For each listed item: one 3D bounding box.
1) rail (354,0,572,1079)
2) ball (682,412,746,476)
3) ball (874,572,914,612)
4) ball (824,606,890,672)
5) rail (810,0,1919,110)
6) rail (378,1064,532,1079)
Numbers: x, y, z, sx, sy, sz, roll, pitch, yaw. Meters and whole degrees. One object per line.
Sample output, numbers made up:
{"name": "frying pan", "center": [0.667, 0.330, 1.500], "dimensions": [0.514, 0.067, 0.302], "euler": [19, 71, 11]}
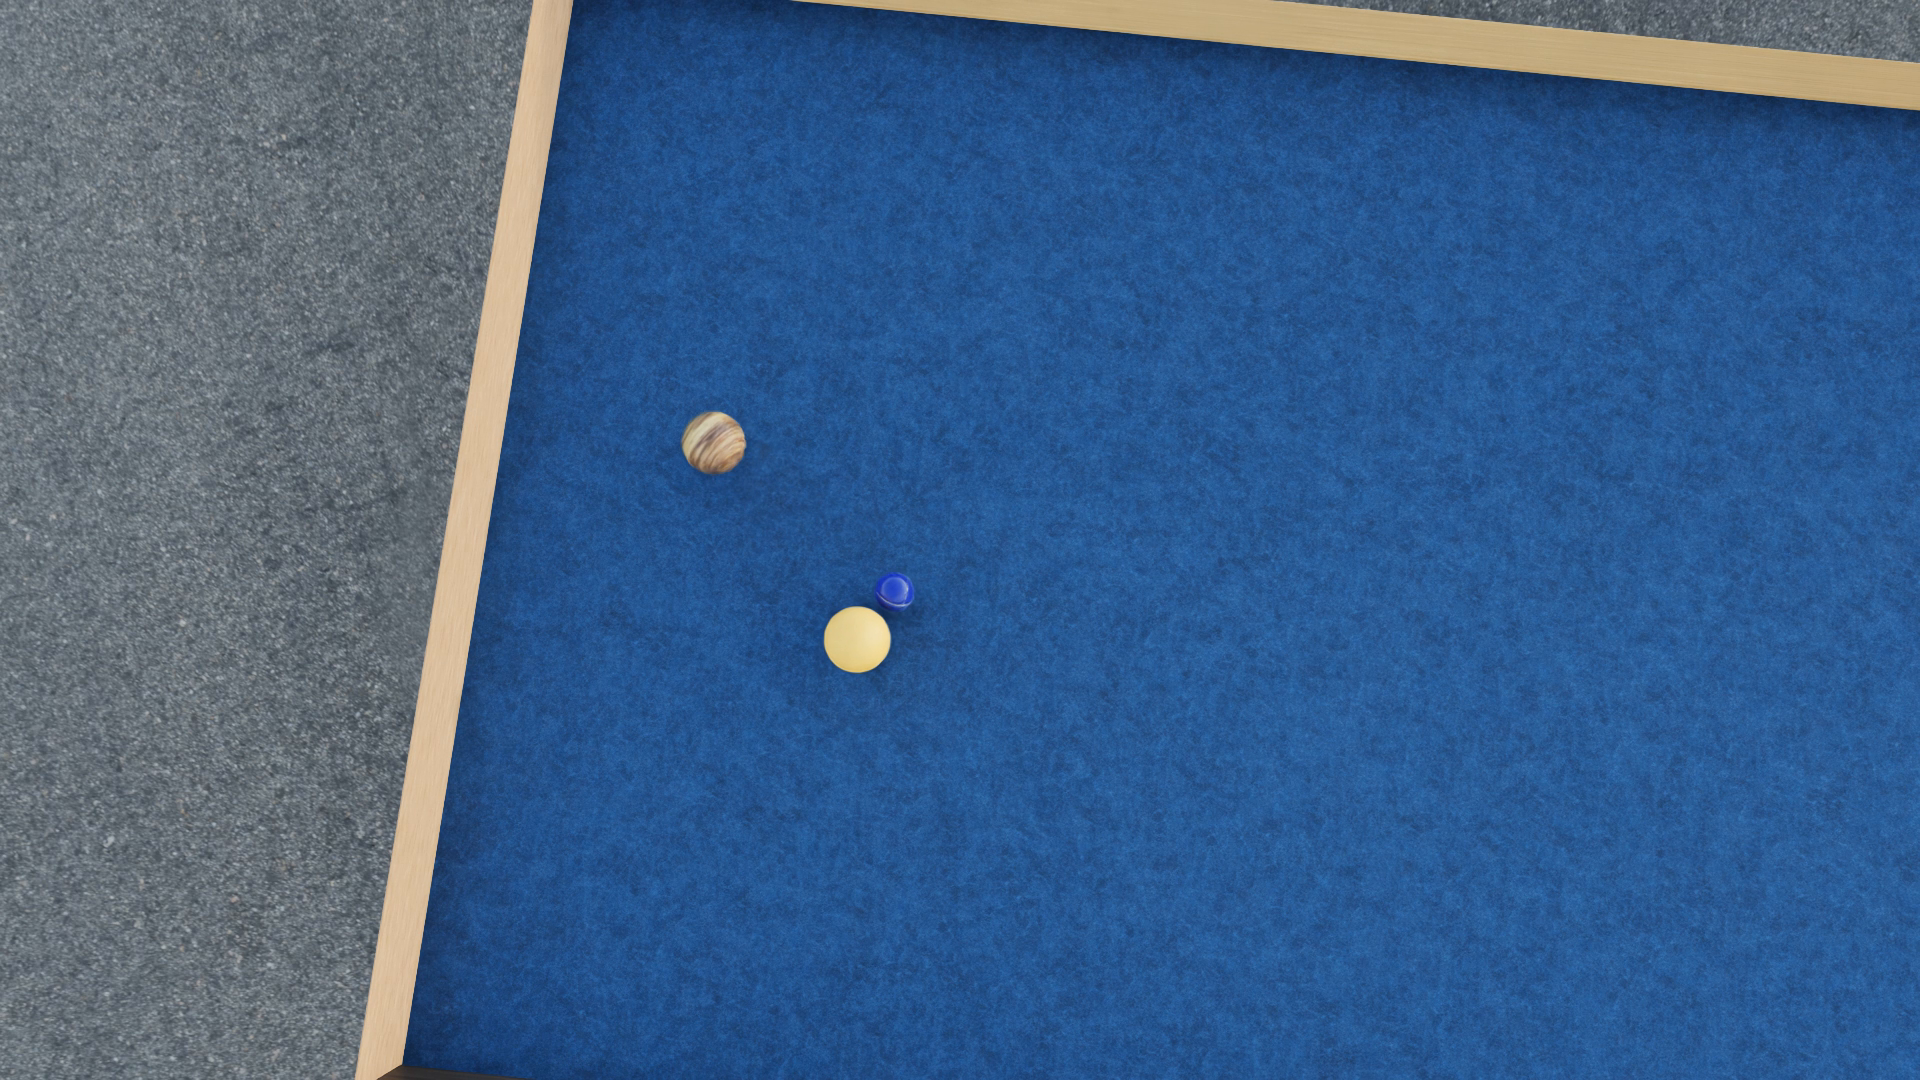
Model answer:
{"name": "rail", "center": [-0.724, -0.079, 3.313], "dimensions": [0.045, 0.129, 1.788], "euler": [6, 77, 1]}
{"name": "ball", "center": [-0.374, -0.147, 3.347], "dimensions": [0.096, 0.096, 0.096], "euler": [0, 77, 0]}
{"name": "ball", "center": [-0.098, 0.079, 3.312], "dimensions": [0.060, 0.060, 0.060], "euler": [0, 77, 0]}
{"name": "ball", "center": [-0.153, 0.148, 3.275], "dimensions": [0.099, 0.099, 0.099], "euler": [0, 77, 0]}
{"name": "rail", "center": [0.840, -0.768, 3.478], "dimensions": [3.008, 0.129, 0.045], "euler": [6, 77, 1]}
{"name": "rail", "center": [0.656, 0.915, 3.075], "dimensions": [3.008, 0.129, 0.045], "euler": [6, 77, 1]}
